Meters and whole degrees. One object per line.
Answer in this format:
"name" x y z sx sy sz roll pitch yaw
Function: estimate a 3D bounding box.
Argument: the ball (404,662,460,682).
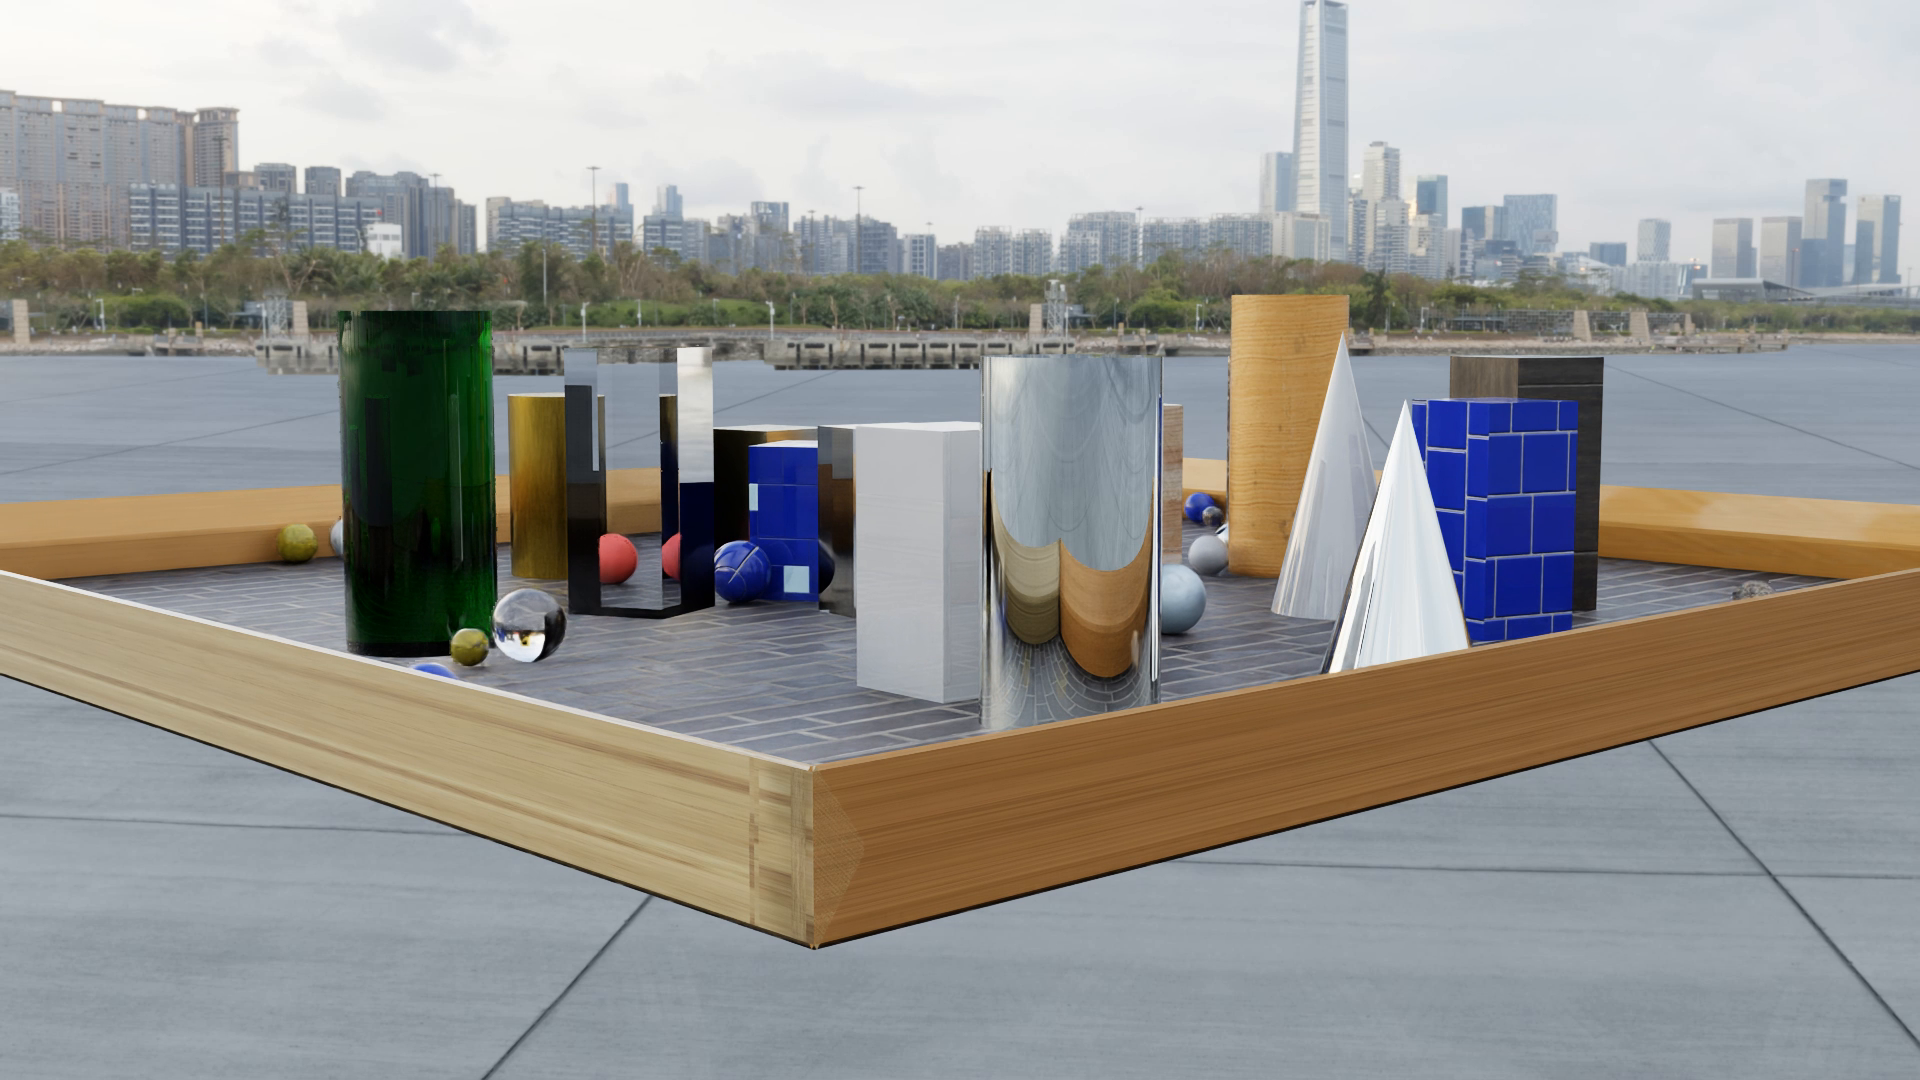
"ball" -0.560 0.167 2.308 0.078 0.078 0.078 0 6 0

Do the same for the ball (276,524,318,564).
"ball" -1.169 0.006 3.874 0.071 0.071 0.071 0 6 0

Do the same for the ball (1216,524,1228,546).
"ball" 0.487 0.003 3.906 0.071 0.071 0.071 0 6 0

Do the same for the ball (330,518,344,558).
"ball" -1.083 -0.004 3.930 0.081 0.081 0.081 0 6 0

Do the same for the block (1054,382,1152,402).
"block" 0.264 -0.133 4.065 0.158 0.310 0.158 1 6 13

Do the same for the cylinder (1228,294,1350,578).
"cylinder" 0.557 -0.179 3.735 0.197 0.470 0.197 0 6 0

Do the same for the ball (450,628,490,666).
"ball" -0.615 0.134 2.763 0.048 0.048 0.048 0 6 0

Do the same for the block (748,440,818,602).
"block" -0.227 -0.032 3.444 0.158 0.237 0.158 2 6 16

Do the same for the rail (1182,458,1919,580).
"rail" 0.941 -0.057 4.196 0.045 0.128 2.527 -5 8 -42

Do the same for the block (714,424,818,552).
"block" -0.333 -0.072 3.798 0.158 0.243 0.158 5 8 39

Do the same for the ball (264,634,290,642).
"ball" -0.748 0.150 2.365 0.099 0.099 0.099 0 6 0

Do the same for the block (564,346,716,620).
"block" -0.473 -0.090 3.260 0.158 0.390 0.158 2 6 22

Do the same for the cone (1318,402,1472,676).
"cone" 0.520 0.005 2.586 0.197 0.341 0.197 0 6 0

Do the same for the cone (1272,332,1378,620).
"cone" 0.562 -0.101 3.247 0.197 0.415 0.197 0 6 0

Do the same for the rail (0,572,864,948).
"rail" -0.941 0.124 2.468 0.045 0.128 2.527 -5 8 -42

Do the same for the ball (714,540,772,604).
"ball" -0.335 0.049 3.351 0.096 0.096 0.096 0 6 0

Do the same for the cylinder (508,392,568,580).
"cylinder" -0.665 -0.095 3.734 0.197 0.303 0.197 0 6 0

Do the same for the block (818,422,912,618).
"block" -0.101 -0.030 3.238 0.158 0.275 0.158 -4 7 -34

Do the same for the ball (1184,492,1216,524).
"ball" 0.503 -0.067 4.609 0.065 0.065 0.065 0 6 0

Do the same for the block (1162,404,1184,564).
"block" 0.207 -0.037 3.124 0.158 0.313 0.158 -3 7 -24

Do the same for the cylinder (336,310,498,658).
"cylinder" -0.715 -0.080 2.904 0.197 0.444 0.197 0 6 0

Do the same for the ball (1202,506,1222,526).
"ball" 0.521 -0.049 4.545 0.043 0.043 0.043 0 6 0

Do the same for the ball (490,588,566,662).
"ball" -0.547 0.108 2.791 0.094 0.094 0.094 0 6 0

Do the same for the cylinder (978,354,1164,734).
"cylinder" 0.119 0.001 2.367 0.197 0.396 0.197 0 6 0

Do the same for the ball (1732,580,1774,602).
"ball" 1.137 0.088 3.149 0.060 0.060 0.060 0 6 0

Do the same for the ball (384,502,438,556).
"ball" -0.998 -0.019 4.000 0.097 0.097 0.097 0 6 0

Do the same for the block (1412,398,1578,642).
"block" 0.739 -0.034 3.056 0.158 0.321 0.158 -3 7 -28

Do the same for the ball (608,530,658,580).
"ball" -0.542 0.025 3.643 0.083 0.083 0.083 0 6 0

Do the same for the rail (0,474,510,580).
"rail" -0.841 -0.061 4.238 2.609 0.128 0.045 -5 8 -42

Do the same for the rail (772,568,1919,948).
"rail" 0.841 0.128 2.426 2.609 0.128 0.045 -5 8 -42

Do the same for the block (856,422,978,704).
"block" -0.011 0.020 2.594 0.158 0.309 0.158 -5 8 -41

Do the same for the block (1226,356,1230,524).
"block" 0.568 -0.153 3.992 0.158 0.364 0.158 1 6 10

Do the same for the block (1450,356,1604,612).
"block" 0.846 -0.087 3.305 0.158 0.376 0.158 -3 7 -25

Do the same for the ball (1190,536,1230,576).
"ball" 0.420 0.026 3.710 0.067 0.067 0.067 0 6 0

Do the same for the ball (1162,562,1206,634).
"ball" 0.290 0.081 3.032 0.098 0.098 0.098 0 6 0
